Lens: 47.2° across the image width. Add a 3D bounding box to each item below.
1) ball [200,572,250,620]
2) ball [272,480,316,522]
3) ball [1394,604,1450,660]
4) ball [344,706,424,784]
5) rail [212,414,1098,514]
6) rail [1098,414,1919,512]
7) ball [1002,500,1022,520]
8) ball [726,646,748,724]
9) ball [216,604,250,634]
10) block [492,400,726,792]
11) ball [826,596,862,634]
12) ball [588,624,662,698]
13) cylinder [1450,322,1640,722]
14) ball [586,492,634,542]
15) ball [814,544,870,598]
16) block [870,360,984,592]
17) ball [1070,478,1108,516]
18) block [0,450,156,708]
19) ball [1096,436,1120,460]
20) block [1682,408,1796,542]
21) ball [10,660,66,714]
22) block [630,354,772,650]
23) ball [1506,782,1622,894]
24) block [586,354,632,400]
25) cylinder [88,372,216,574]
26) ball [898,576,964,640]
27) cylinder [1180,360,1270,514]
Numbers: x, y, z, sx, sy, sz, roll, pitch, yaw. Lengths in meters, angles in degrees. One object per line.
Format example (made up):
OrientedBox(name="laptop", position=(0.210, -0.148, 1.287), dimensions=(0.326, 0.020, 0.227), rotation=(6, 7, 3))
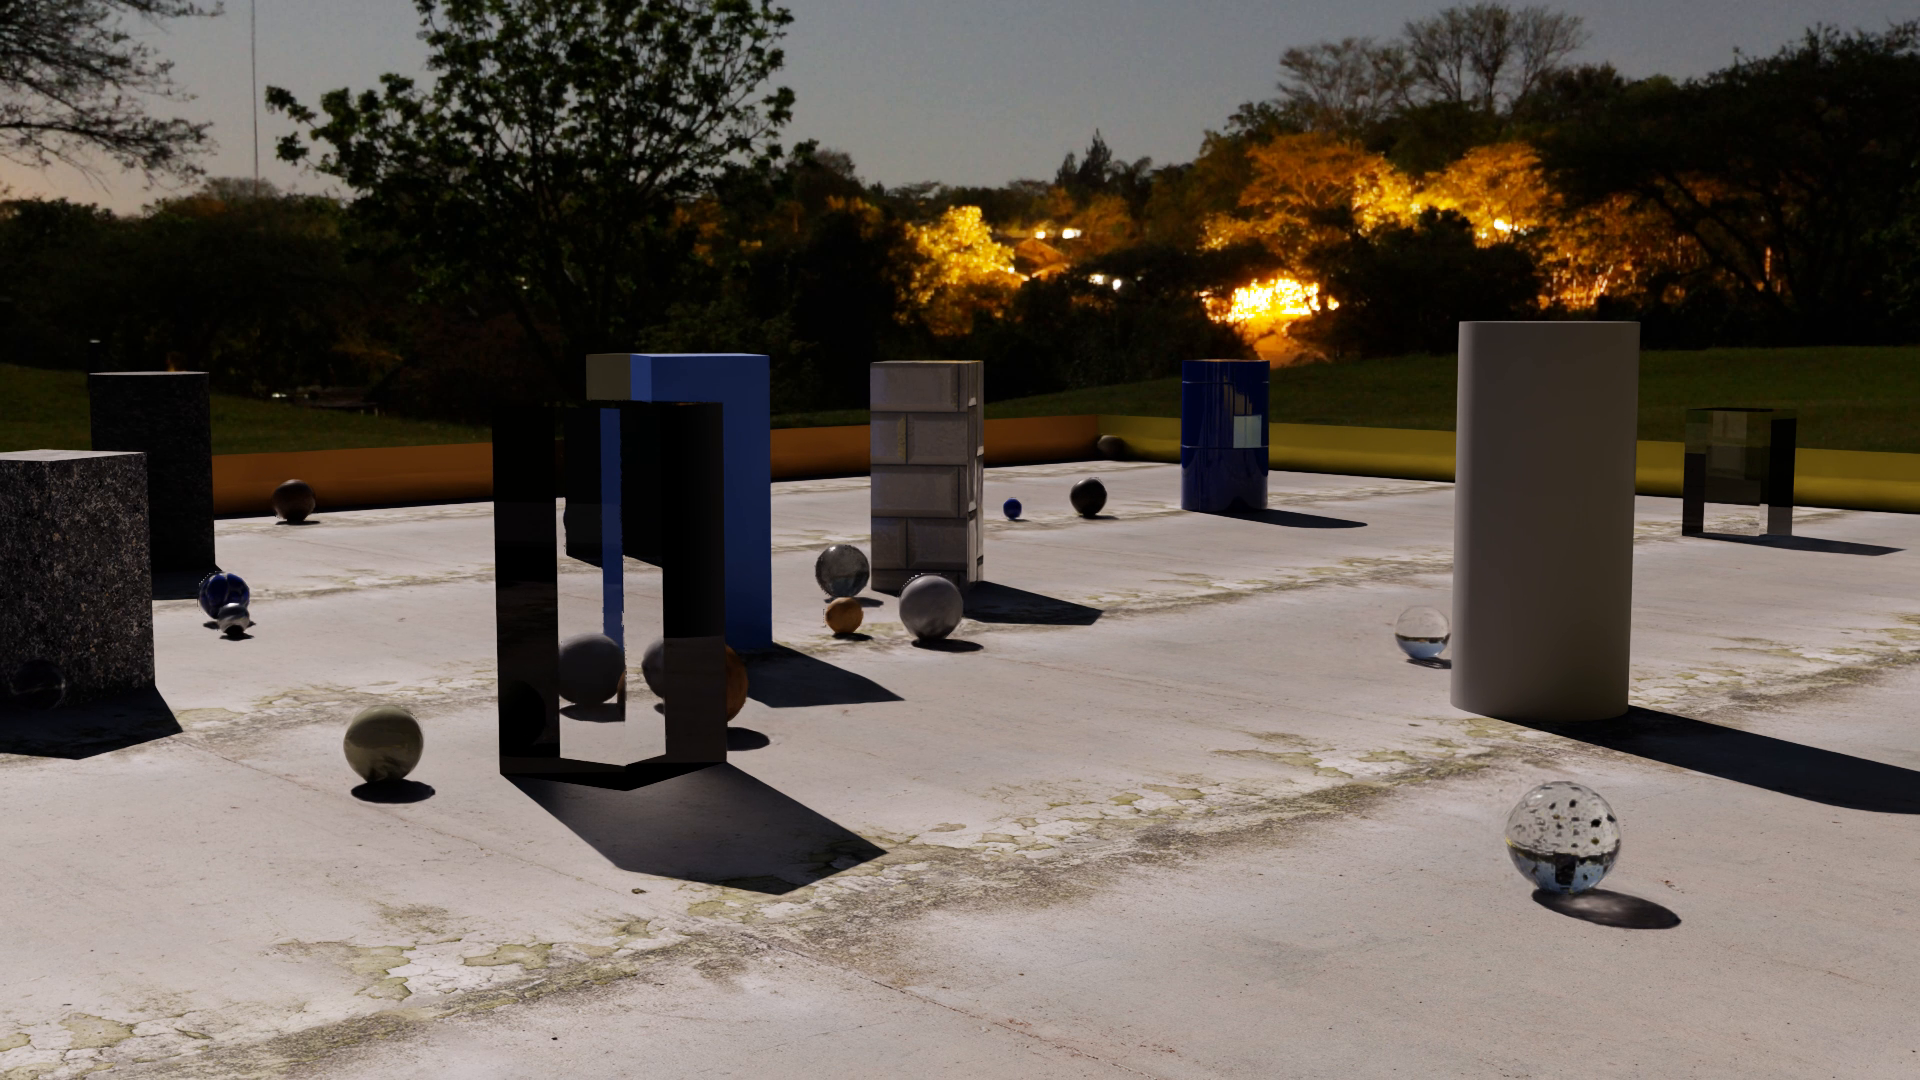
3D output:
OrientedBox(name="ball", position=(-1.052, 0.082, 3.148), dimensions=(0.069, 0.069, 0.069), rotation=(0, 6, 0))
OrientedBox(name="ball", position=(-1.404, -0.083, 4.636), dimensions=(0.088, 0.088, 0.088), rotation=(0, 6, 0))
OrientedBox(name="ball", position=(0.590, 0.118, 2.804), dimensions=(0.070, 0.070, 0.070), rotation=(0, 6, 0))
OrientedBox(name="ball", position=(-0.543, 0.193, 2.071), dimensions=(0.074, 0.074, 0.074), rotation=(0, 6, 0))
OrientedBox(name="rail", position=(-1.466, -0.133, 4.912), dimensions=(5.170, 0.126, 0.045), rotation=(-5, 8, -42))
OrientedBox(name="rail", position=(1.882, -0.148, 5.059), dimensions=(0.045, 0.126, 4.371), rotation=(-5, 8, -42))
OrientedBox(name="ball", position=(0.112, -0.066, 4.685), dimensions=(0.043, 0.043, 0.043), rotation=(0, 6, 0))
OrientedBox(name="ball", position=(-0.273, 0.153, 2.335), dimensions=(0.097, 0.097, 0.097), rotation=(0, 6, 0))
OrientedBox(name="ball", position=(-0.997, 0.108, 3.017), dimensions=(0.044, 0.044, 0.044), rotation=(0, 6, 0))
OrientedBox(name="block", position=(-0.337, 0.046, 2.125), dimensions=(0.156, 0.354, 0.156), rotation=(4, 7, 30))
OrientedBox(name="ball", position=(-0.159, 0.104, 3.023), dimensions=(0.051, 0.051, 0.051), rotation=(0, 6, 0))
OrientedBox(name="ball", position=(-0.385, 0.139, 2.533), dimensions=(0.084, 0.084, 0.084), rotation=(0, 6, 0))
OrientedBox(name="cylinder", position=(0.652, -0.027, 2.458), dimensions=(0.194, 0.431, 0.194), rotation=(0, 6, 0))
OrientedBox(name="ball", position=(-0.673, -0.046, 4.238), dimensions=(0.096, 0.096, 0.096), rotation=(0, 6, 0))
OrientedBox(name="ball", position=(-0.182, 0.048, 3.395), dimensions=(0.085, 0.085, 0.085), rotation=(0, 6, 0))
OrientedBox(name="block", position=(-0.052, -0.106, 3.546), dimensions=(0.156, 0.361, 0.156), rotation=(1, 6, 10))
OrientedBox(name="ball", position=(0.279, -0.094, 4.765), dimensions=(0.081, 0.081, 0.081), rotation=(0, 6, 0))
OrientedBox(name="block", position=(-1.054, 0.040, 2.549), dimensions=(0.156, 0.277, 0.156), rotation=(2, 6, 20))
OrientedBox(name="ball", position=(0.441, -0.275, 6.541), dimensions=(0.072, 0.072, 0.072), rotation=(0, 6, 0))
OrientedBox(name="block", position=(1.535, -0.132, 4.332), dimensions=(0.156, 0.249, 0.156), rotation=(6, 8, 43))
OrientedBox(name="ball", position=(-1.020, 0.162, 2.434), dimensions=(0.059, 0.059, 0.059), rotation=(0, 6, 0))
OrientedBox(name="block", position=(-0.346, -0.054, 2.934), dimensions=(0.156, 0.384, 0.156), rotation=(-2, 6, -18))
OrientedBox(name="ball", position=(0.461, 0.227, 1.682), dimensions=(0.086, 0.086, 0.086), rotation=(0, 6, 0))
OrientedBox(name="block", position=(-0.589, -0.164, 4.090), dimensions=(0.156, 0.362, 0.156), rotation=(1, 6, 13))
OrientedBox(name="cylinder", position=(-1.395, -0.120, 3.800), dimensions=(0.194, 0.335, 0.194), rotation=(0, 6, 0))
OrientedBox(name="ball", position=(-0.039, 0.092, 2.966), dimensions=(0.088, 0.088, 0.088), rotation=(0, 6, 0))
OrientedBox(name="cylinder", position=(0.591, -0.234, 4.904), dimensions=(0.194, 0.332, 0.194), rotation=(0, 6, 0))
